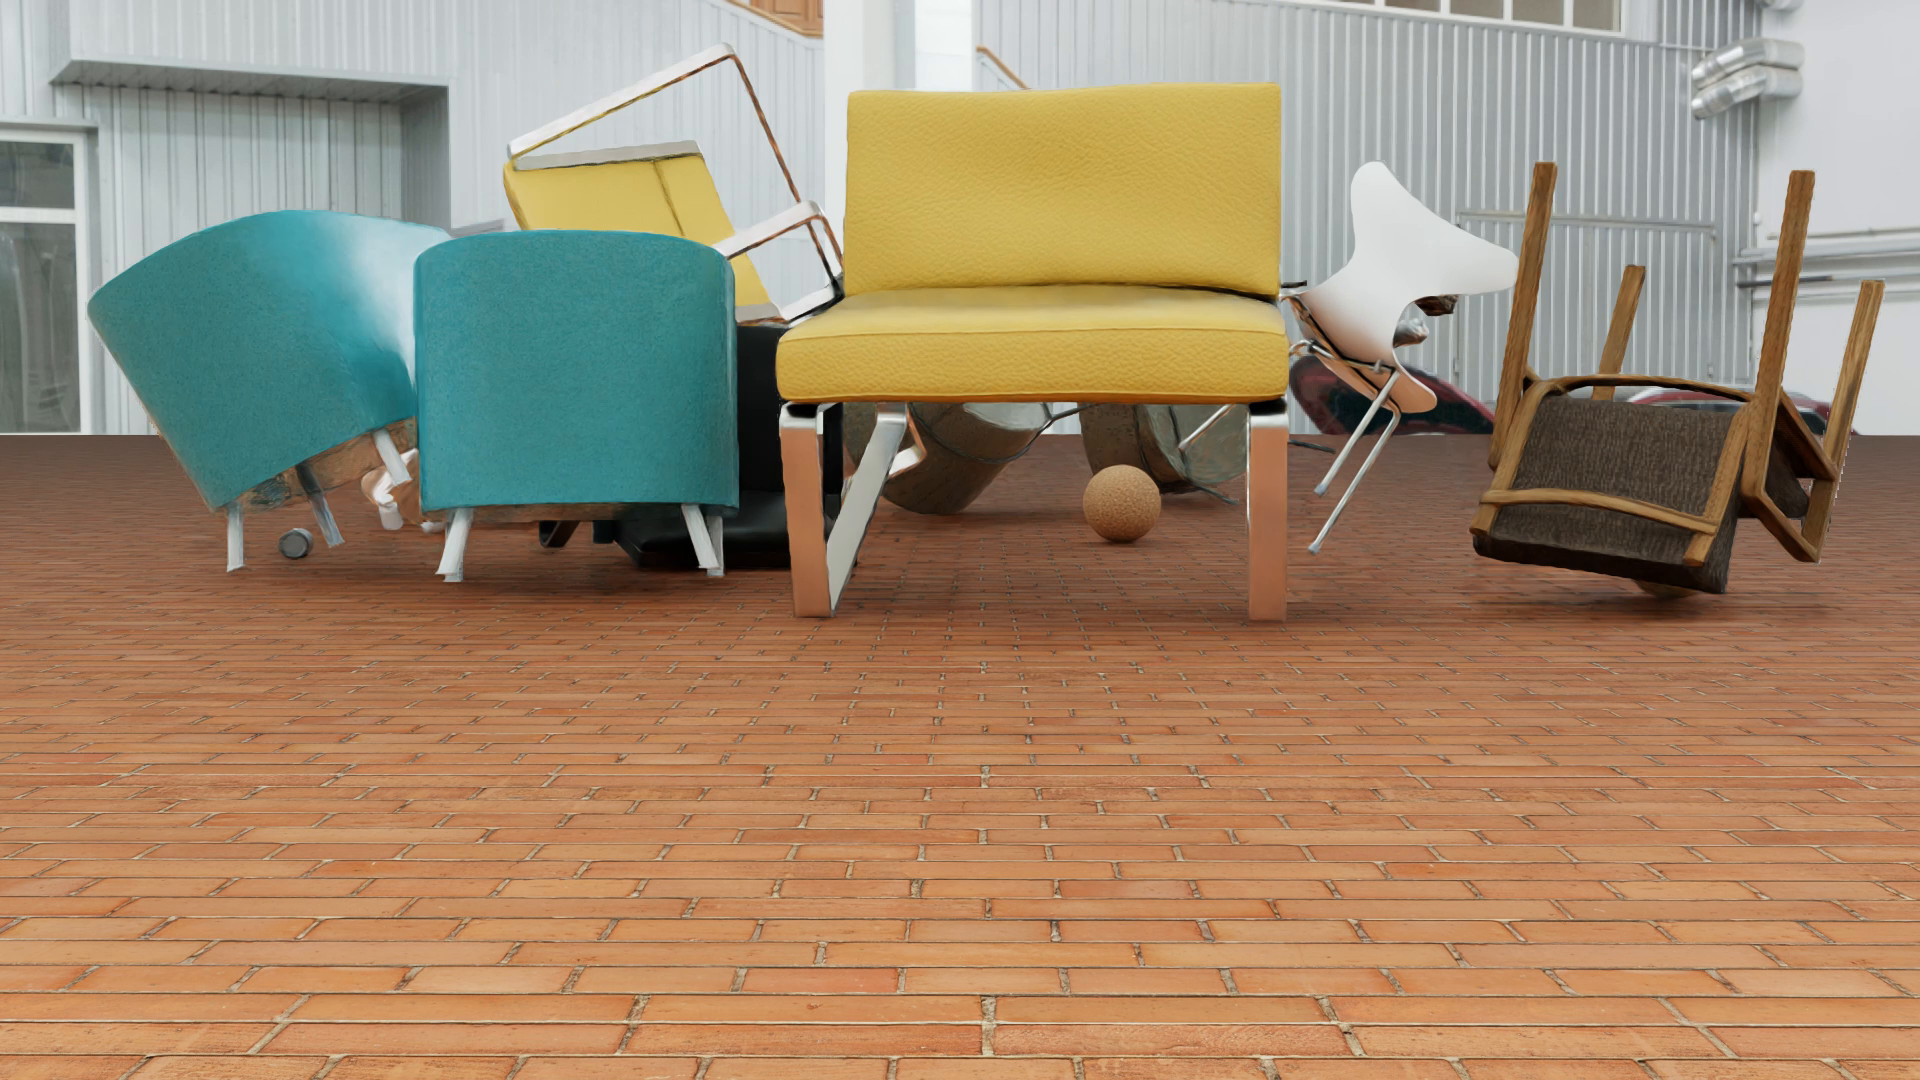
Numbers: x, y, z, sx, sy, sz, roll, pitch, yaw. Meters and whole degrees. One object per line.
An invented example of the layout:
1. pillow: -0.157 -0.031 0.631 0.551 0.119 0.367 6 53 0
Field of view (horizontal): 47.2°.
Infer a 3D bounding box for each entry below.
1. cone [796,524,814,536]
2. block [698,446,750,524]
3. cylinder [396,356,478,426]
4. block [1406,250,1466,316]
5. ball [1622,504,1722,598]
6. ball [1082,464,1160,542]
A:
1. cone: -0.476 -0.021 6.660 0.063 0.036 0.054 -17 18 16
2. block: -0.791 -0.186 7.372 0.118 0.211 0.121 14 25 19
3. cylinder: -1.605 -0.456 6.756 0.188 0.179 0.116 -21 45 3
4. block: 1.773 -0.956 8.198 0.110 0.174 0.163 0 -31 47
5. ball: 1.522 0.025 4.704 0.202 0.202 0.202 0 4 0
6. ball: 0.474 -0.107 6.438 0.228 0.228 0.228 0 4 0
